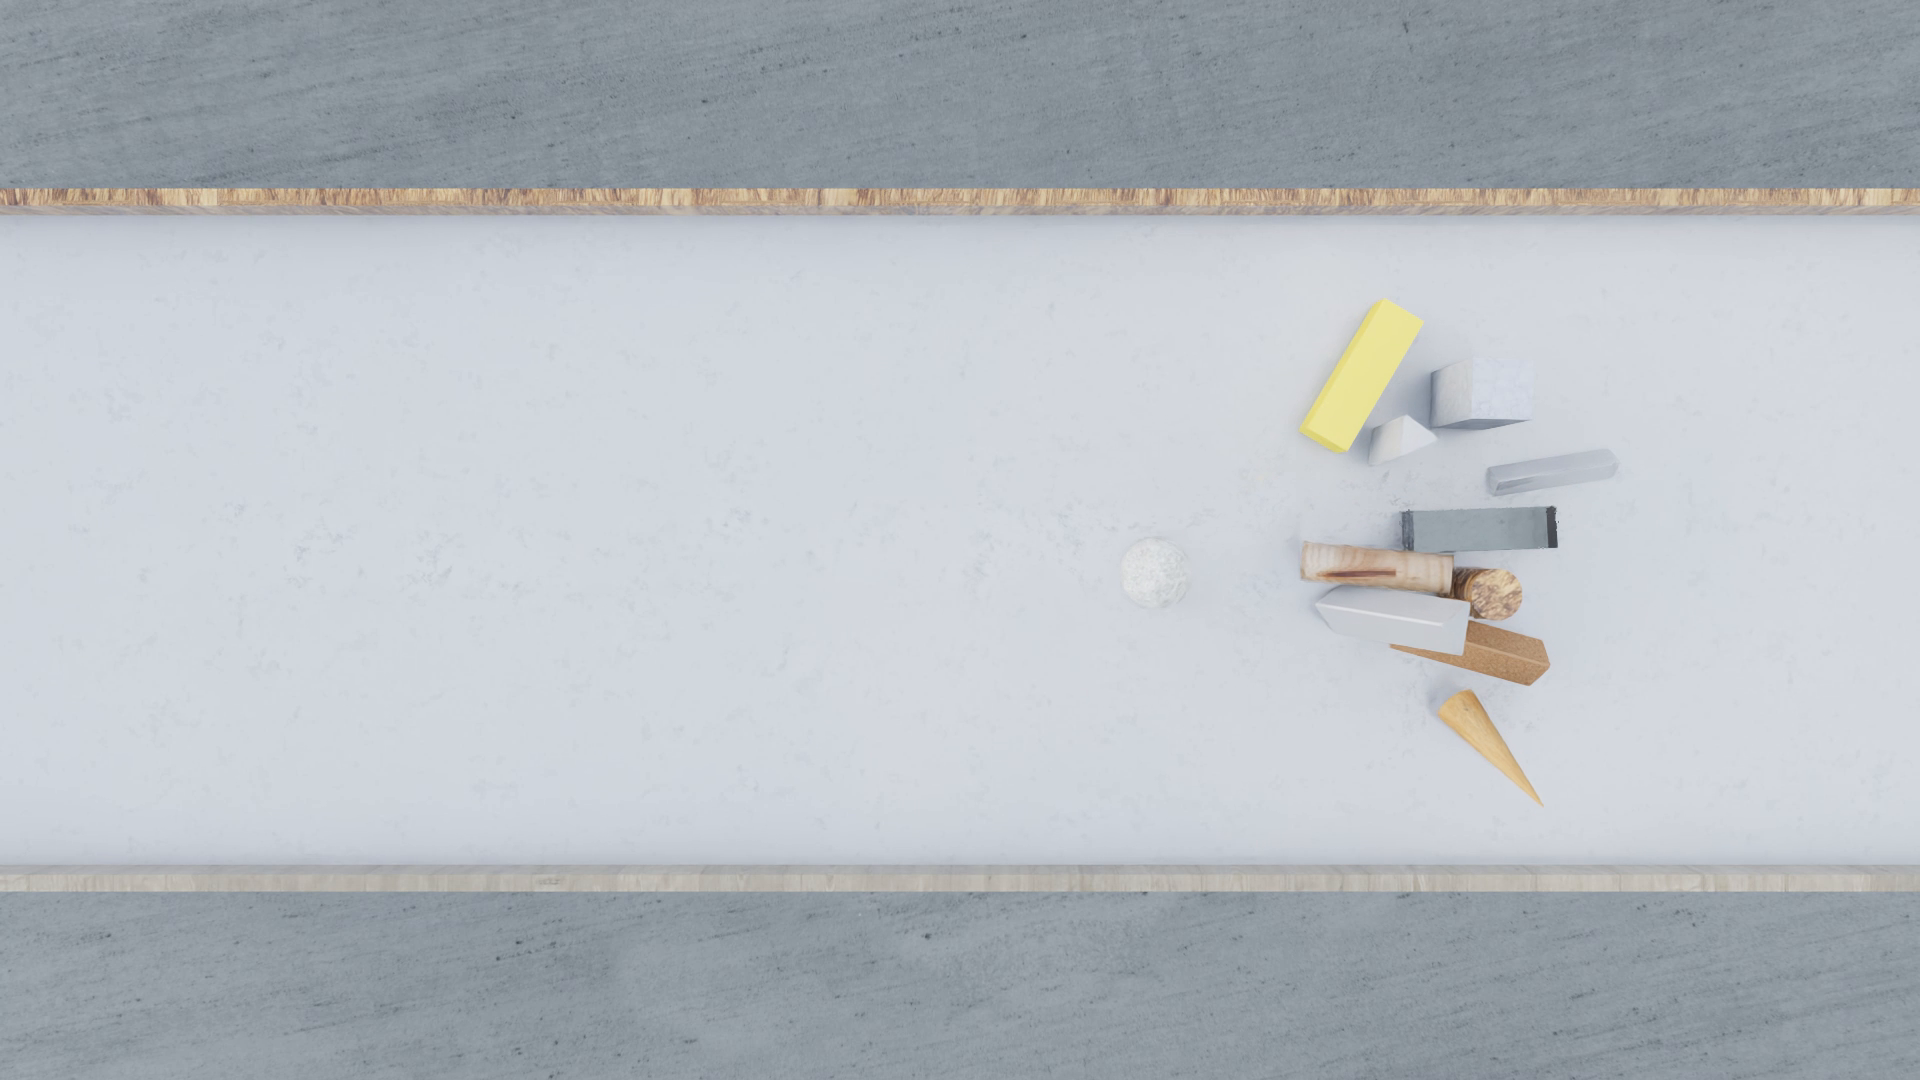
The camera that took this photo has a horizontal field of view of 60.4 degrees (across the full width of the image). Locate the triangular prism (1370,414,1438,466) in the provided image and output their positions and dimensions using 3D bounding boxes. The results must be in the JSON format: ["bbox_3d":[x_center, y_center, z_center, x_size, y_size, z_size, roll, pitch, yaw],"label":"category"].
[{"bbox_3d":[1.299,-0.306,4.917,0.119,0.315,0.103,-23,88,-4],"label":"triangular prism"}]

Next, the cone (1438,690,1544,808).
[{"bbox_3d":[1.604,0.642,4.893,0.129,0.129,0.428,-33,52,0],"label":"cone"}]

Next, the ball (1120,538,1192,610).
[{"bbox_3d":[0.593,0.101,4.969,0.215,0.215,0.215,0,90,0],"label":"ball"}]

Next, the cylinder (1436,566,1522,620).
[{"bbox_3d":[1.546,0.157,4.919,0.151,0.311,0.151,0,90,-2],"label":"cylinder"}]

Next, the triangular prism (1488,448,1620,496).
[{"bbox_3d":[1.816,-0.207,5.035,0.373,0.079,0.091,-9,90,0],"label":"triangular prism"}]

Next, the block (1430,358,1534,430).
[{"bbox_3d":[1.534,-0.427,4.868,0.172,0.418,0.172,1,90,0],"label":"block"}]

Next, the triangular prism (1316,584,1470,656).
[{"bbox_3d":[1.294,0.211,4.894,0.154,0.431,0.134,48,65,-36],"label":"triangular prism"}]

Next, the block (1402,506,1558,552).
[{"bbox_3d":[1.577,-0.031,5.014,0.430,0.126,0.126,-2,90,0],"label":"block"}]

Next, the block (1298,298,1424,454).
[{"bbox_3d":[1.216,-0.495,5.007,0.138,0.138,0.452,31,90,0],"label":"block"}]

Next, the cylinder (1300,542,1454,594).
[{"bbox_3d":[1.253,0.082,4.958,0.436,0.116,0.116,6,90,17],"label":"cylinder"}]

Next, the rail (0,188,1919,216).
[{"bbox_3d":[-2.247,-1.025,5.002,12.000,0.150,0.050,0,90,0],"label":"rail"}]

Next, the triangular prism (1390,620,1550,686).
[{"bbox_3d":[1.556,0.319,5.010,0.446,0.126,0.145,15,90,0],"label":"triangular prism"}]

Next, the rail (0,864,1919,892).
[{"bbox_3d":[-2.247,1.025,5.001,12.000,0.150,0.050,0,90,0],"label":"rail"}]
